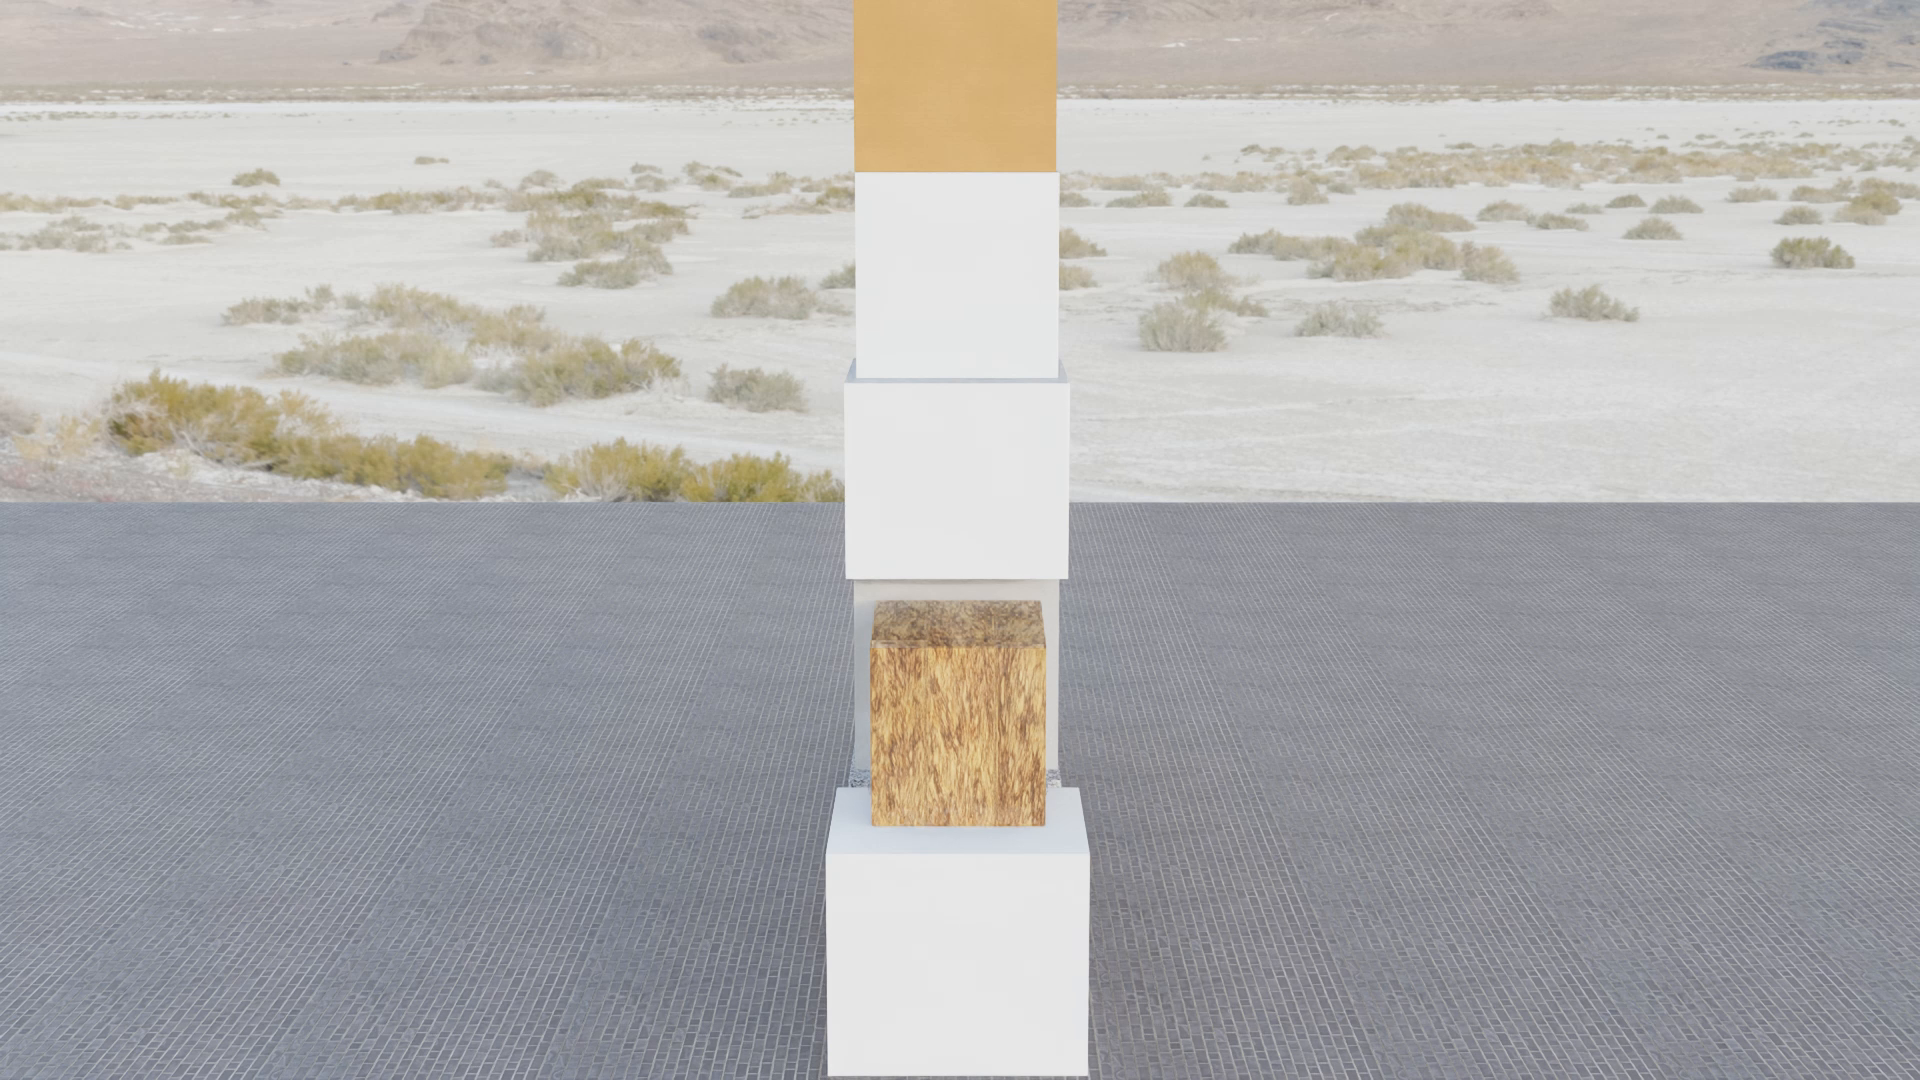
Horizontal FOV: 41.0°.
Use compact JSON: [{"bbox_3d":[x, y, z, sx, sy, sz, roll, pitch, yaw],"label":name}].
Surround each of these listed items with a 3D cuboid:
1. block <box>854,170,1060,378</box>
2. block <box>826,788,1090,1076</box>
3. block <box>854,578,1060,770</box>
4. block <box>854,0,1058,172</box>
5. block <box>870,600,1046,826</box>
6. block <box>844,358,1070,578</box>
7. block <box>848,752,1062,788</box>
[{"bbox_3d":[-0.010,-1.049,9.911,0.755,0.761,0.762,0,10,0],"label":"block"},{"bbox_3d":[-0.008,1.423,9.453,0.923,0.817,0.851,0,10,0],"label":"block"},{"bbox_3d":[-0.014,0.426,10.264,0.787,0.802,0.774,0,10,0],"label":"block"},{"bbox_3d":[-0.017,-1.818,9.906,0.752,0.754,0.824,0,10,0],"label":"block"},{"bbox_3d":[-0.006,0.634,9.536,0.629,0.672,0.674,0,13,0],"label":"block"},{"bbox_3d":[-0.011,-0.292,9.924,0.830,0.733,0.861,0,10,0],"label":"block"},{"bbox_3d":[-0.020,1.265,10.253,0.812,0.843,0.759,0,10,0],"label":"block"}]
